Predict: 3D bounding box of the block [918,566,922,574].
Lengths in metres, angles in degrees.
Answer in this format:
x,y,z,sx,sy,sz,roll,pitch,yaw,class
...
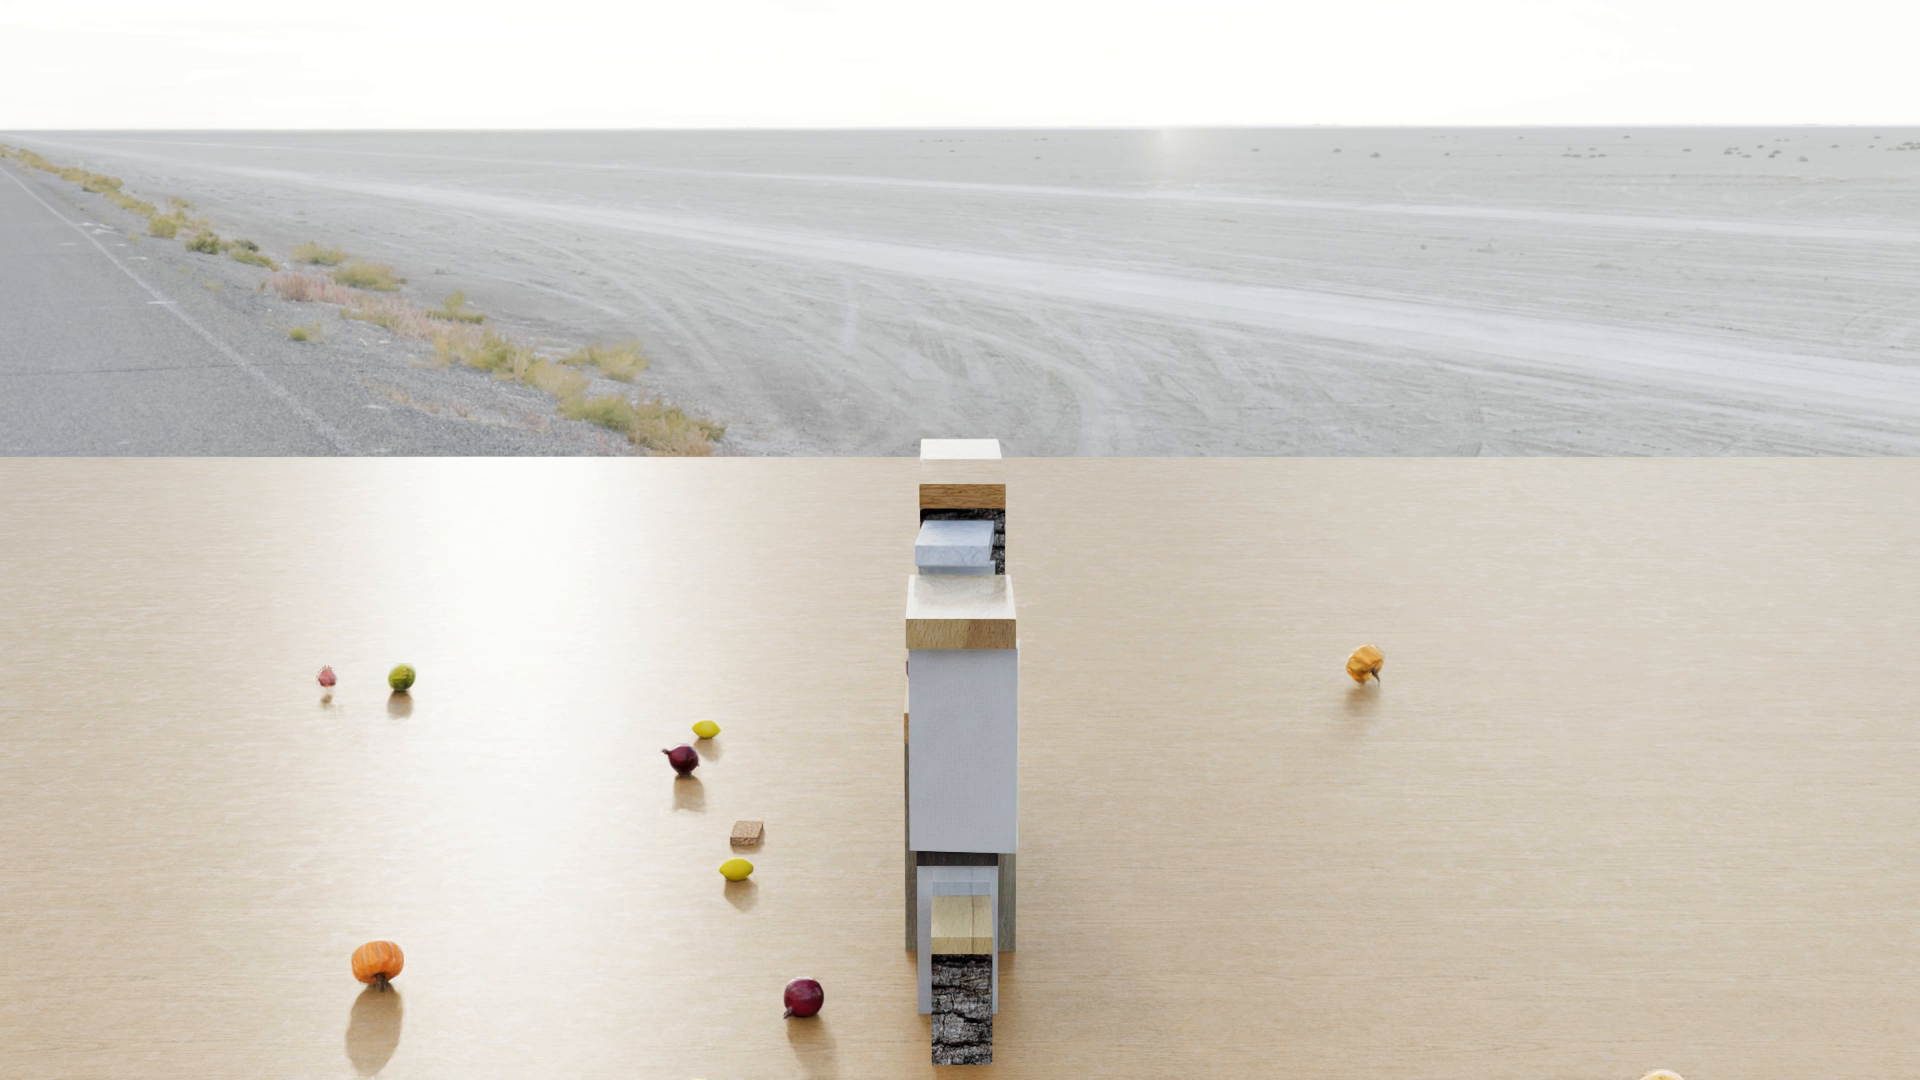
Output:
x,y,z,sx,sy,sz,roll,pitch,yaw,class
-0.010,0.111,3.505,0.111,0.221,0.031,1,10,3,block

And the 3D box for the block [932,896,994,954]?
x,y,z,sx,sy,sz,roll,pitch,yaw,class
0.002,0.529,3.029,0.083,0.023,0.166,0,10,0,block

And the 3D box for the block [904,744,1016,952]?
x,y,z,sx,sy,sz,roll,pitch,yaw,class
0.001,0.465,3.404,0.171,0.342,0.048,0,11,0,block

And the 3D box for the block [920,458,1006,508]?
x,y,z,sx,sy,sz,roll,pitch,yaw,class
0.004,-0.094,3.610,0.137,0.039,0.274,0,11,0,block

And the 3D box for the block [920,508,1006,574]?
x,y,z,sx,sy,sz,roll,pitch,yaw,class
0.004,0.076,3.550,0.137,0.274,0.039,0,10,0,block

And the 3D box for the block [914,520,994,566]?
x,y,z,sx,sy,sz,roll,pitch,yaw,class
-0.007,0.004,3.385,0.111,0.031,0.221,0,10,3,block

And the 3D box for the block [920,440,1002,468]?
x,y,z,sx,sy,sz,roll,pitch,yaw,class
0.001,-0.143,4.000,0.144,0.041,0.287,0,11,-1,block

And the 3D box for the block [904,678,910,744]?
x,y,z,sx,sy,sz,roll,pitch,yaw,class
0.001,0.253,3.480,0.171,0.048,0.342,0,11,0,block

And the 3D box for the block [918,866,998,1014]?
x,y,z,sx,sy,sz,roll,pitch,yaw,class
-0.003,0.567,3.164,0.115,0.230,0.033,0,11,0,block

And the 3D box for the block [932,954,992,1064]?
x,y,z,sx,sy,sz,roll,pitch,yaw,class
0.003,0.632,2.992,0.083,0.166,0.023,0,11,0,block

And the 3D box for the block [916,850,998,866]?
x,y,z,sx,sy,sz,roll,pitch,yaw,class
-0.004,0.423,3.216,0.115,0.033,0.230,0,11,0,block

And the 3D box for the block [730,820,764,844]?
x,y,z,sx,sy,sz,roll,pitch,yaw,class
-0.384,0.528,3.967,0.049,0.014,0.097,0,11,2,block

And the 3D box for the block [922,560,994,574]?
x,y,z,sx,sy,sz,roll,pitch,yaw,class
-0.003,0.143,3.330,0.111,0.221,0.031,0,8,1,block

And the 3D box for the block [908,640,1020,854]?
x,y,z,sx,sy,sz,roll,pitch,yaw,class
0.006,0.286,3.054,0.149,0.299,0.042,1,14,4,block

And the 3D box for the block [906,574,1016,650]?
x,y,z,sx,sy,sz,roll,pitch,yaw,class
0.001,0.099,3.116,0.149,0.042,0.299,0,11,0,block
